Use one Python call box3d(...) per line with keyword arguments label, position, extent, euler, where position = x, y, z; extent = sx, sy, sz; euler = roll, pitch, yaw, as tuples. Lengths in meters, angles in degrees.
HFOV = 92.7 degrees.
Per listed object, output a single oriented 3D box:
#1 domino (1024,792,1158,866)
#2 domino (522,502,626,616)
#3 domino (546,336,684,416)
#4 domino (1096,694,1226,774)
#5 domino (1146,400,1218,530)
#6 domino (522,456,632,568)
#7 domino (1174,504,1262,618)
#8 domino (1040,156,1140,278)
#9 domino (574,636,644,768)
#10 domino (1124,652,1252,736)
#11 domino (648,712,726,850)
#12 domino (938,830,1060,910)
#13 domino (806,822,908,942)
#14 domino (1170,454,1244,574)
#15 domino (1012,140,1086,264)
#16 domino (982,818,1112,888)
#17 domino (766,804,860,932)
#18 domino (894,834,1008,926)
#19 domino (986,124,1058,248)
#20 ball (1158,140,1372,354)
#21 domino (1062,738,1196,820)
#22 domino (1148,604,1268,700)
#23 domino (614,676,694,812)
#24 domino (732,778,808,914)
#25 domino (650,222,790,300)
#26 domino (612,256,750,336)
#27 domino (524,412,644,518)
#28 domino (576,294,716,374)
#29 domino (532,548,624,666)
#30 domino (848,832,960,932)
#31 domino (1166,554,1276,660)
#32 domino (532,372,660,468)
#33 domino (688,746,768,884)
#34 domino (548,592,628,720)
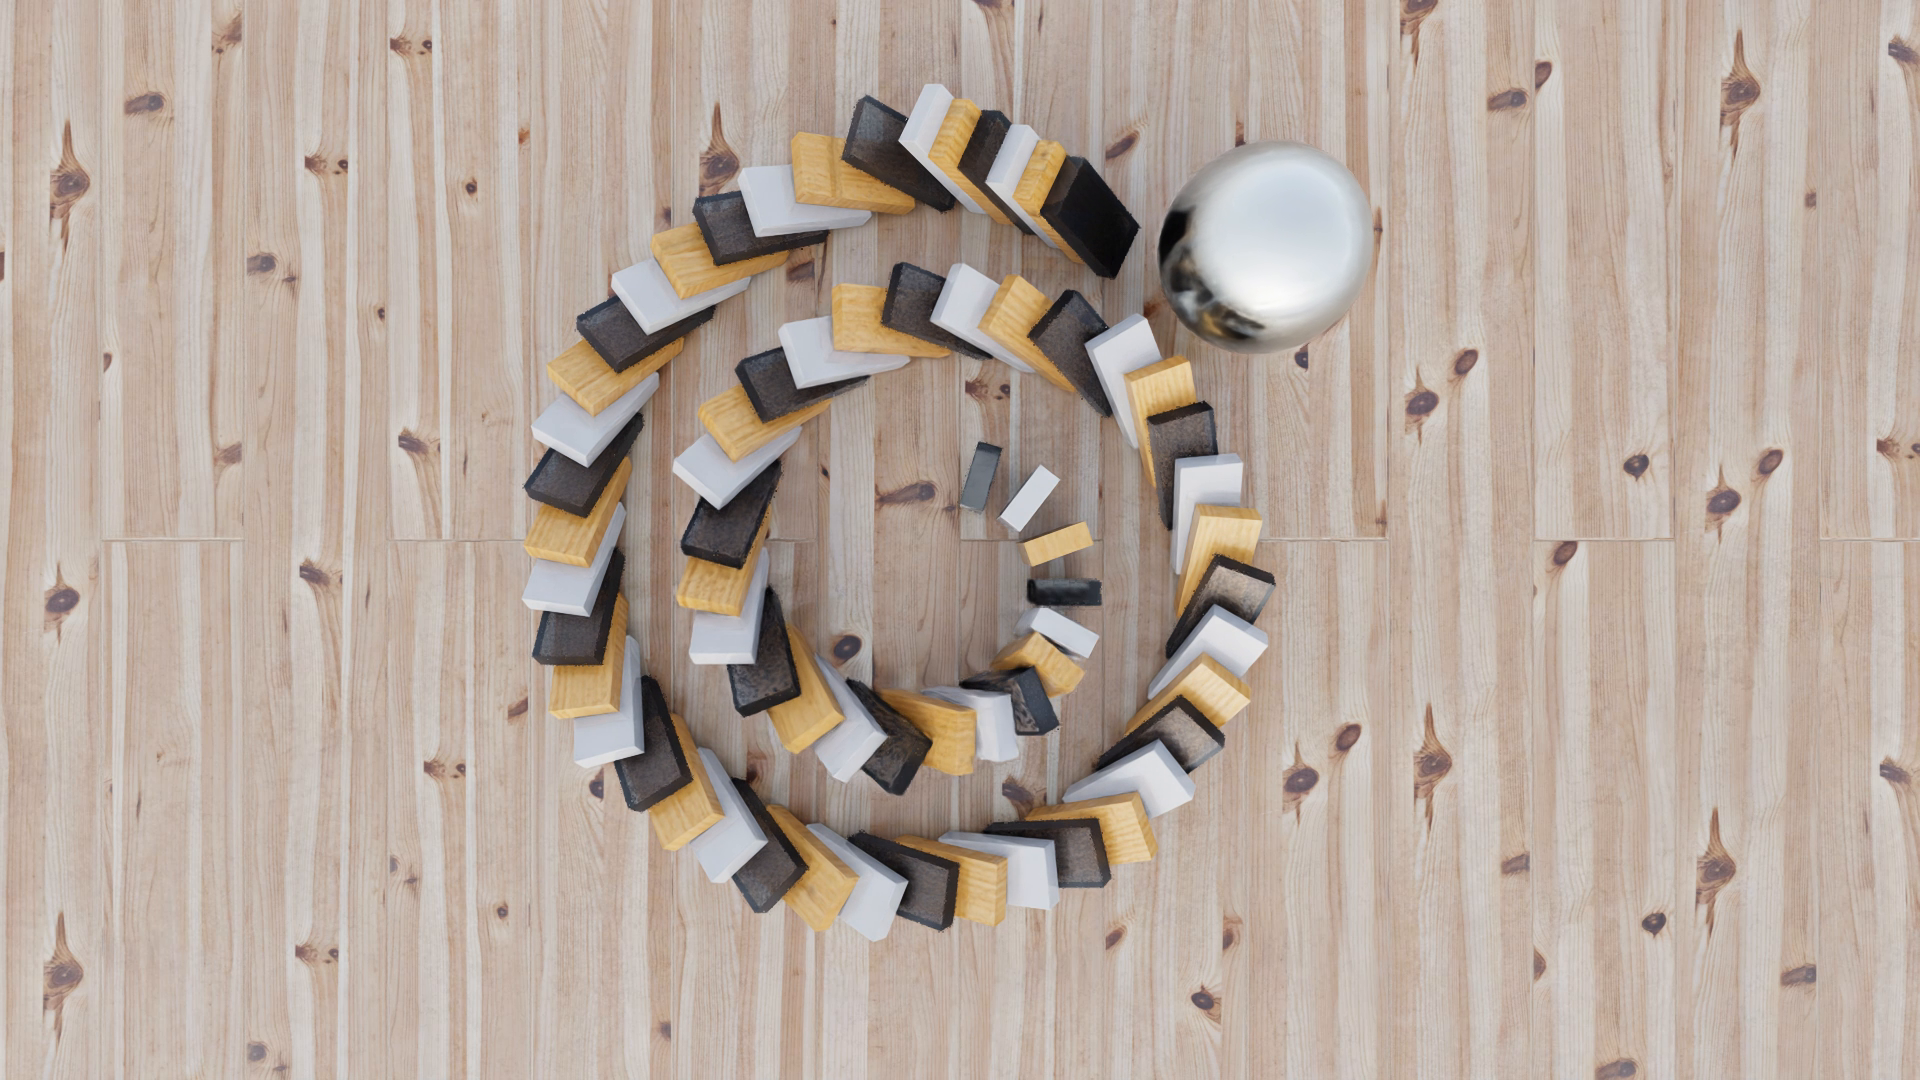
box3d(label="domino", position=(0.054, 0.123, 0.383), extent=(0.050, 0.009, 0.025), euler=(-19, 91, 30))
box3d(label="domino", position=(-0.161, 0.006, 0.384), extent=(0.025, 0.010, 0.050), euler=(8, 61, 0))
box3d(label="domino", position=(-0.143, -0.077, 0.383), extent=(0.025, 0.009, 0.050), euler=(41, 60, 0))
box3d(label="domino", position=(0.083, 0.089, 0.384), extent=(0.025, 0.010, 0.050), euler=(43, 120, 0))
box3d(label="domino", position=(0.095, -0.031, 0.383), extent=(0.025, 0.010, 0.050), euler=(-16, 120, 0))
box3d(label="domino", position=(-0.159, -0.015, 0.384), extent=(0.025, 0.010, 0.050), euler=(12, 61, 0))
box3d(label="domino", position=(0.107, 0.010, 0.383), extent=(0.025, 0.010, 0.050), euler=(4, 121, 0))
box3d(label="domino", position=(0.054, -0.132, 0.378), extent=(0.009, 0.050, 0.025), euler=(25, 90, 40))
box3d(label="domino", position=(-0.147, 0.067, 0.383), extent=(0.025, 0.009, 0.050), euler=(-15, 60, 0))
box3d(label="domino", position=(0.095, 0.072, 0.383), extent=(0.025, 0.009, 0.050), euler=(38, 120, 0))
box3d(label="domino", position=(-0.120, 0.101, 0.384), extent=(0.025, 0.010, 0.050), euler=(-35, 61, 0))
box3d(label="domino", position=(0.016, 0.138, 0.384), extent=(0.050, 0.010, 0.025), euler=(-5, 90, 30))
box3d(label="domino", position=(-0.048, 0.142, 0.383), extent=(0.050, 0.010, 0.025), euler=(22, 90, 30))
box3d(label="domino", position=(0.103, -0.011, 0.384), extent=(0.025, 0.010, 0.050), euler=(-5, 120, 0))
box3d(label="domino", position=(0.044, -0.138, 0.378), extent=(0.009, 0.050, 0.025), euler=(26, 90, 40))
box3d(label="domino", position=(0.036, 0.131, 0.383), extent=(0.050, 0.009, 0.025), euler=(-13, 91, 30))
box3d(label="domino", position=(-0.068, 0.136, 0.383), extent=(0.050, 0.009, 0.025), euler=(31, 90, 30))
box3d(label="domino", position=(-0.005, 0.142, 0.384), extent=(0.050, 0.010, 0.025), euler=(3, 90, 29))
box3d(label="domino", position=(0.033, -0.144, 0.378), extent=(0.010, 0.050, 0.025), euler=(24, 90, 40))
box3d(label="ball", position=(0.118, -0.114, 0.360), extent=(0.080, 0.080, 0.080), euler=(0, 90, 0))
box3d(label="domino", position=(0.070, 0.106, 0.383), extent=(0.050, 0.010, 0.025), euler=(-38, 90, 30))
box3d(label="domino", position=(0.103, 0.053, 0.383), extent=(0.025, 0.009, 0.050), euler=(30, 120, 0))
box3d(label="domino", position=(-0.132, 0.085, 0.384), extent=(0.025, 0.009, 0.050), euler=(-32, 60, 0))
box3d(label="domino", position=(-0.088, 0.127, 0.384), extent=(0.025, 0.009, 0.050), euler=(-47, 60, 0))
box3d(label="domino", position=(-0.100, -0.121, 0.384), extent=(0.050, 0.010, 0.025), euler=(-30, 90, -29))
box3d(label="domino", position=(-0.116, -0.108, 0.384), extent=(0.050, 0.009, 0.025), euler=(-36, 90, -29))
box3d(label="domino", position=(-0.157, -0.036, 0.384), extent=(0.025, 0.009, 0.050), euler=(20, 61, 0))
box3d(label="domino", position=(-0.131, -0.093, 0.384), extent=(0.025, 0.010, 0.050), euler=(48, 61, 0))
box3d(label="domino", position=(-0.159, 0.027, 0.384), extent=(0.025, 0.009, 0.050), euler=(0, 61, 0))
box3d(label="domino", position=(-0.025, 0.142, 0.384), extent=(0.050, 0.009, 0.025), euler=(7, 90, 30))
box3d(label="domino", position=(0.108, 0.032, 0.383), extent=(0.025, 0.009, 0.050), euler=(20, 120, 0))
box3d(label="domino", position=(-0.151, -0.056, 0.383), extent=(0.025, 0.009, 0.050), euler=(29, 60, 0))
box3d(label="domino", position=(-0.104, 0.114, 0.384), extent=(0.025, 0.010, 0.050), euler=(-43, 61, 0))
box3d(label="domino", position=(-0.155, 0.048, 0.383), extent=(0.025, 0.009, 0.050), euler=(-7, 60, 1))
